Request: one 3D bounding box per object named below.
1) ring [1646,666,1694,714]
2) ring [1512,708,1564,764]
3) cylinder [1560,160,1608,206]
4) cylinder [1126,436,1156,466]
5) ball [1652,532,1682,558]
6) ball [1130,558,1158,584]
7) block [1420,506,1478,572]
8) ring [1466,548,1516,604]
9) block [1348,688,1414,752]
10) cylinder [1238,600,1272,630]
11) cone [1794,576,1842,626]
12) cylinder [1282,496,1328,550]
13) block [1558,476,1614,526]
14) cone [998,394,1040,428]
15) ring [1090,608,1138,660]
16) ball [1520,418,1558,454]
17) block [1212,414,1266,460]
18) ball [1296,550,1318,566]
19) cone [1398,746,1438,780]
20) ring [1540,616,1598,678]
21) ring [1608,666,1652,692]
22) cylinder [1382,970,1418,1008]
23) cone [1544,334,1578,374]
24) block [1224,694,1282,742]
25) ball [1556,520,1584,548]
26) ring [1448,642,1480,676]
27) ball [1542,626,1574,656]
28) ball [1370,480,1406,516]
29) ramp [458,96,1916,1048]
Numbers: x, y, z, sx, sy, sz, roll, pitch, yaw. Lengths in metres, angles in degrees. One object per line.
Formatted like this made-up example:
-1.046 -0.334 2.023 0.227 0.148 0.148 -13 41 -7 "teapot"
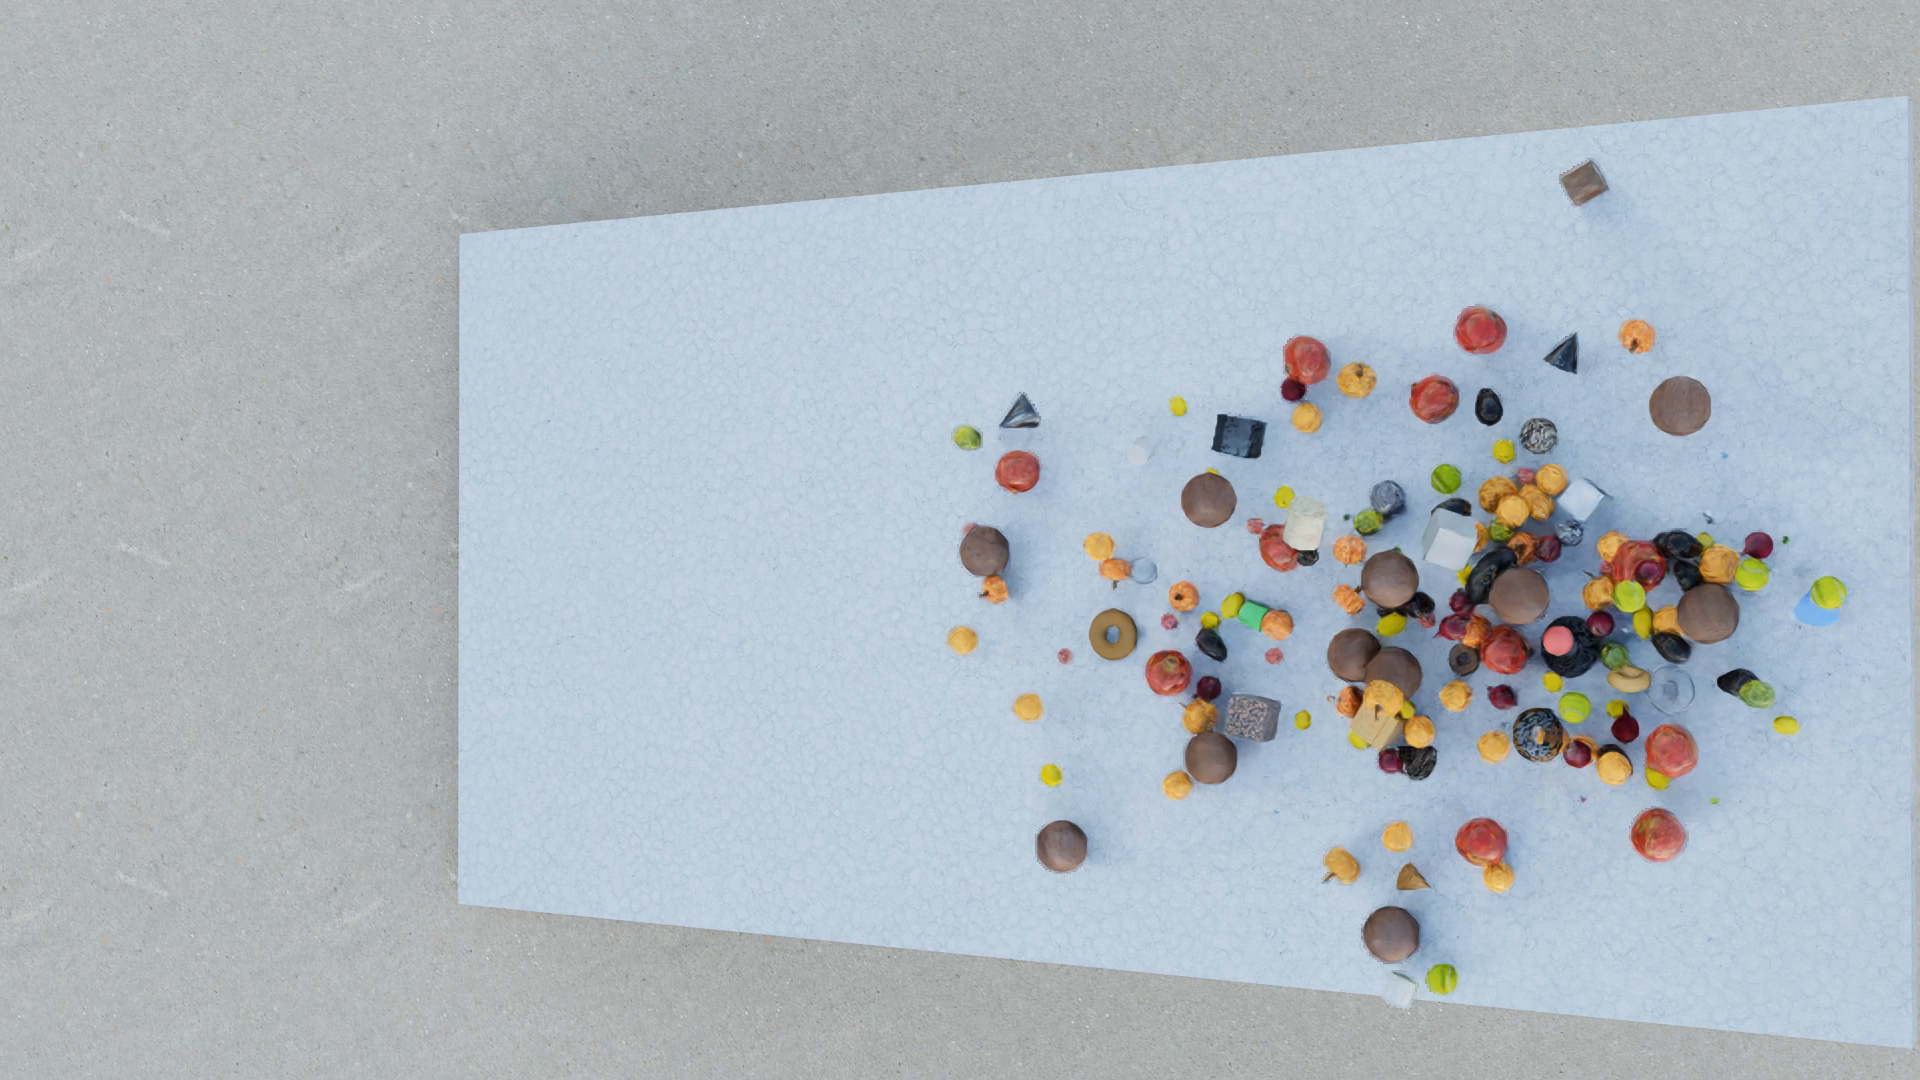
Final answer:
1.559 0.329 4.827 0.108 0.036 0.108 8 103 38 "ring"
1.282 0.433 4.874 0.123 0.041 0.123 3 81 -17 "ring"
1.395 -0.796 4.909 0.076 0.076 0.076 -29 89 26 "cylinder"
0.447 -0.219 5.423 0.055 0.055 0.055 13 119 24 "cylinder"
1.552 0.011 4.828 0.060 0.060 0.060 0 89 0 "ball"
0.456 0.076 5.437 0.066 0.066 0.066 0 89 0 "ball"
1.096 -0.002 4.925 0.090 0.090 0.090 17 123 -5 "block"
1.186 0.080 4.913 0.049 0.147 0.147 41 90 29 "ring"
0.981 0.417 5.114 0.092 0.092 0.092 39 120 24 "block"
0.710 0.182 5.300 0.057 0.057 0.057 28 89 27 "cylinder"
1.827 0.116 4.675 0.096 0.096 0.096 19 60 0 "cone"
0.768 -0.037 4.899 0.086 0.086 0.086 7 123 0 "cylinder"
1.395 -0.088 4.903 0.075 0.075 0.075 43 108 28 "block"
0.137 -0.306 5.581 0.097 0.097 0.097 -29 89 -8 "cone"
0.383 0.237 5.491 0.130 0.043 0.130 -1 89 30 "ring"
1.305 -0.235 4.956 0.083 0.083 0.083 0 89 0 "ball"
0.673 -0.250 5.305 0.090 0.090 0.090 13 96 29 "block"
0.817 0.037 5.166 0.052 0.052 0.052 0 89 0 "ball"
1.047 0.500 5.117 0.090 0.090 0.090 -13 118 -26 "cone"
1.364 0.239 4.924 0.046 0.139 0.139 2 89 -44 "ring"
1.465 0.304 4.811 0.094 0.094 0.031 -4 110 0 "ring"
1.020 1.042 5.097 0.060 0.060 0.060 31 108 0 "cylinder"
1.359 -0.427 4.915 0.081 0.081 0.081 21 111 0 "cone"
0.704 0.426 5.279 0.094 0.094 0.094 12 95 29 "block"
1.367 -0.015 4.930 0.063 0.063 0.063 0 89 0 "ball"
1.161 0.274 5.064 0.075 0.025 0.075 -2 86 26 "ring"
1.327 0.223 4.879 0.067 0.067 0.067 0 89 0 "ball"
0.997 -0.098 5.128 0.081 0.081 0.081 0 89 0 "ball"
0.272 0.076 5.635 4.000 0.100 2.000 0 89 29 "ramp"
